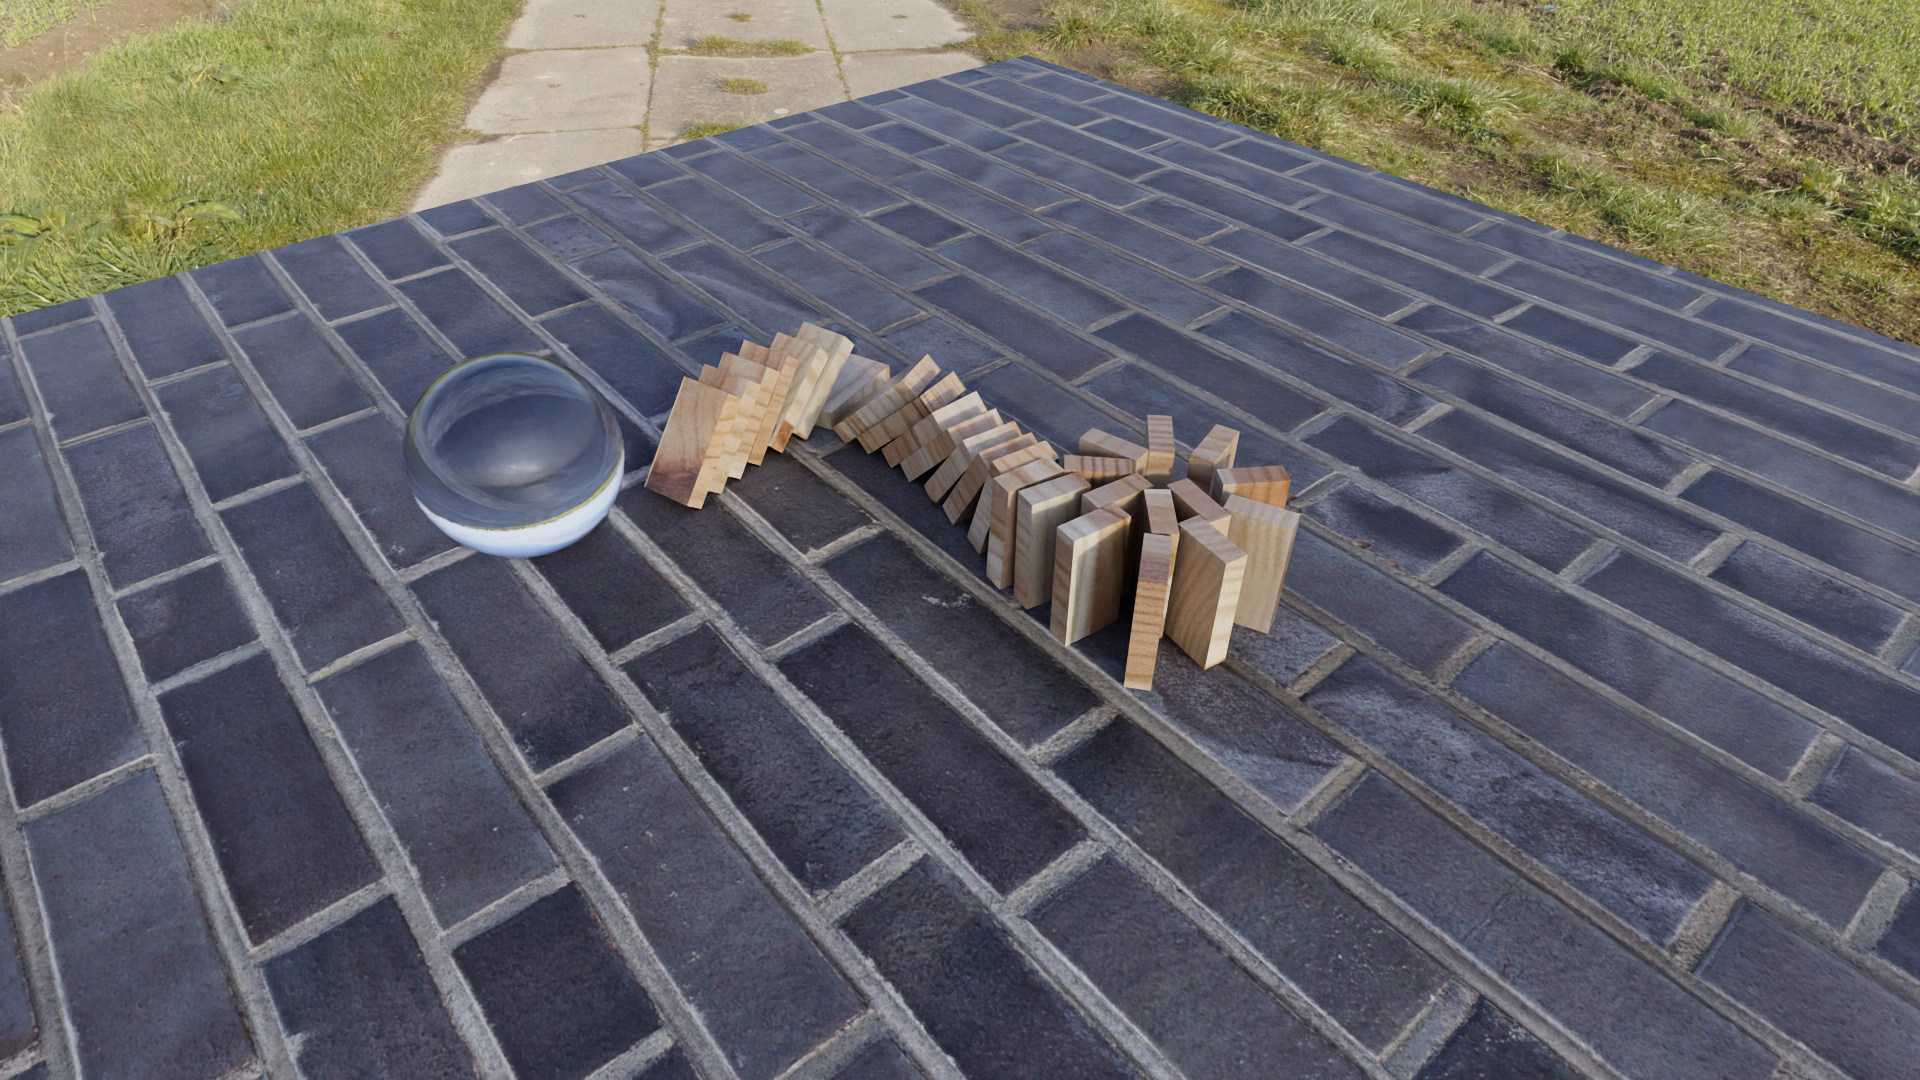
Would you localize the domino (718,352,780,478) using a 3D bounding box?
[{"bbox_3d":[-0.100,-0.055,0.483,0.025,0.050,0.009,22,3,25],"label":"domino"}]

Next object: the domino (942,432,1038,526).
[{"bbox_3d":[0.012,-0.024,0.443,0.025,0.050,0.009,-23,76,-25],"label":"domino"}]

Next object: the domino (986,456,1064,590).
[{"bbox_3d":[0.024,-0.006,0.418,0.025,0.050,0.009,-23,49,-25],"label":"domino"}]

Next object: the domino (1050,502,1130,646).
[{"bbox_3d":[0.046,0.013,0.396,0.025,0.050,0.009,-23,44,-25],"label":"domino"}]

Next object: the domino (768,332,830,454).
[{"bbox_3d":[-0.082,-0.067,0.501,0.025,0.010,0.050,23,86,26],"label":"domino"}]

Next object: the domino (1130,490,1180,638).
[{"bbox_3d":[0.070,0.009,0.400,0.009,0.050,0.025,1,40,1],"label":"domino"}]

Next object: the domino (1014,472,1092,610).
[{"bbox_3d":[0.034,0.001,0.411,0.025,0.050,0.010,-19,43,-22],"label":"domino"}]

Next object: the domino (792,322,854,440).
[{"bbox_3d":[-0.072,-0.074,0.510,0.025,0.010,0.050,24,85,26],"label":"domino"}]

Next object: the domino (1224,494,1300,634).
[{"bbox_3d":[0.105,0.009,0.400,0.025,0.050,0.010,19,43,21],"label":"domino"}]

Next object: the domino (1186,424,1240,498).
[{"bbox_3d":[0.097,-0.017,0.433,0.009,0.050,0.025,22,44,25],"label":"domino"}]

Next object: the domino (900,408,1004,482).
[{"bbox_3d":[-0.004,-0.040,0.466,0.025,0.050,0.009,-26,90,-28],"label":"domino"}]

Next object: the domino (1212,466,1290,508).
[{"bbox_3d":[0.107,-0.004,0.417,0.025,0.050,0.009,-4,39,-4],"label":"domino"}]

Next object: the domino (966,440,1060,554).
[{"bbox_3d":[0.020,-0.016,0.431,0.025,0.050,0.009,-23,63,-25],"label":"domino"}]

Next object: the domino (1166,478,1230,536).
[{"bbox_3d":[0.084,0.005,0.405,0.010,0.050,0.025,-18,43,-21],"label":"domino"}]

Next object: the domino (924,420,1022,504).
[{"bbox_3d":[0.005,-0.031,0.453,0.025,0.050,0.009,-23,81,-25],"label":"domino"}]

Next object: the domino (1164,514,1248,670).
[{"bbox_3d":[0.085,0.019,0.388,0.010,0.050,0.025,-21,44,-23],"label":"domino"}]

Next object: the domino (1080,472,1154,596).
[{"bbox_3d":[0.057,0.001,0.410,0.025,0.050,0.009,-22,45,-24],"label":"domino"}]

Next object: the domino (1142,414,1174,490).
[{"bbox_3d":[0.077,-0.022,0.438,0.009,0.050,0.025,4,39,4],"label":"domino"}]

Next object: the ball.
[{"bbox_3d":[-0.172,-0.033,0.428,0.080,0.080,0.080,0,39,0],"label":"ball"}]

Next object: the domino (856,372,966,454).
[{"bbox_3d":[-0.022,-0.056,0.487,0.050,0.010,0.025,-24,14,49],"label":"domino"}]

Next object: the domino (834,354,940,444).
[{"bbox_3d":[-0.033,-0.063,0.496,0.050,0.009,0.025,-27,19,41],"label":"domino"}]

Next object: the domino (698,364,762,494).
[{"bbox_3d":[-0.107,-0.048,0.475,0.025,0.050,0.009,22,3,25],"label":"domino"}]

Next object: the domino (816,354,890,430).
[{"bbox_3d":[-0.058,-0.073,0.532,0.025,0.010,0.050,20,43,23],"label":"domino"}]

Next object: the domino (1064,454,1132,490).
[{"bbox_3d":[0.050,-0.009,0.421,0.025,0.050,0.009,4,39,2],"label":"domino"}]

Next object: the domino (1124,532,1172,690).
[{"bbox_3d":[0.065,0.025,0.381,0.009,0.050,0.025,8,40,9],"label":"domino"}]

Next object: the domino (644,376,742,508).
[{"bbox_3d":[-0.113,-0.041,0.467,0.025,0.050,0.010,22,3,25],"label":"domino"}]

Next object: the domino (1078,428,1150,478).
[{"bbox_3d":[0.058,-0.017,0.432,0.025,0.050,0.010,25,45,28],"label":"domino"}]

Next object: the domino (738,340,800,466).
[{"bbox_3d":[-0.093,-0.061,0.491,0.025,0.050,0.010,22,3,25],"label":"domino"}]

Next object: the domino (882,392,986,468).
[{"bbox_3d":[-0.012,-0.047,0.475,0.025,0.050,0.009,-30,93,-32],"label":"domino"}]
